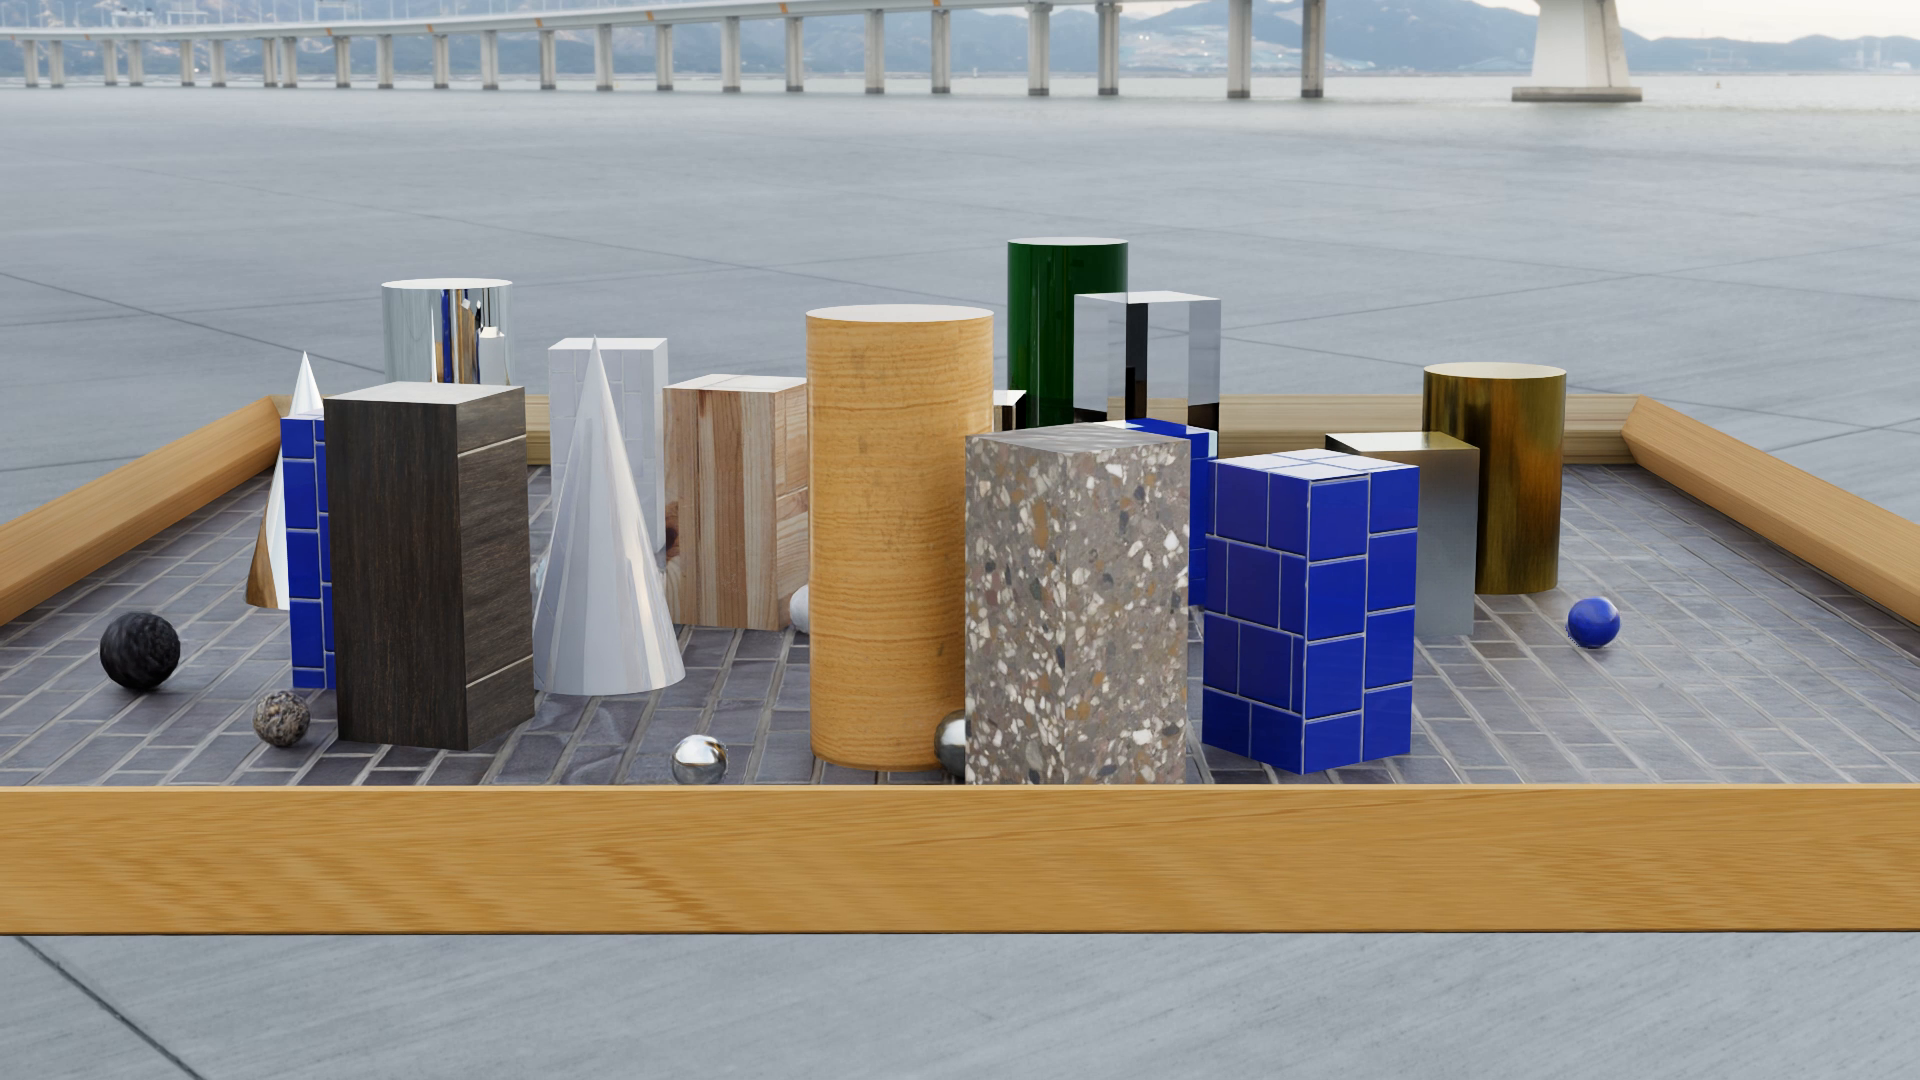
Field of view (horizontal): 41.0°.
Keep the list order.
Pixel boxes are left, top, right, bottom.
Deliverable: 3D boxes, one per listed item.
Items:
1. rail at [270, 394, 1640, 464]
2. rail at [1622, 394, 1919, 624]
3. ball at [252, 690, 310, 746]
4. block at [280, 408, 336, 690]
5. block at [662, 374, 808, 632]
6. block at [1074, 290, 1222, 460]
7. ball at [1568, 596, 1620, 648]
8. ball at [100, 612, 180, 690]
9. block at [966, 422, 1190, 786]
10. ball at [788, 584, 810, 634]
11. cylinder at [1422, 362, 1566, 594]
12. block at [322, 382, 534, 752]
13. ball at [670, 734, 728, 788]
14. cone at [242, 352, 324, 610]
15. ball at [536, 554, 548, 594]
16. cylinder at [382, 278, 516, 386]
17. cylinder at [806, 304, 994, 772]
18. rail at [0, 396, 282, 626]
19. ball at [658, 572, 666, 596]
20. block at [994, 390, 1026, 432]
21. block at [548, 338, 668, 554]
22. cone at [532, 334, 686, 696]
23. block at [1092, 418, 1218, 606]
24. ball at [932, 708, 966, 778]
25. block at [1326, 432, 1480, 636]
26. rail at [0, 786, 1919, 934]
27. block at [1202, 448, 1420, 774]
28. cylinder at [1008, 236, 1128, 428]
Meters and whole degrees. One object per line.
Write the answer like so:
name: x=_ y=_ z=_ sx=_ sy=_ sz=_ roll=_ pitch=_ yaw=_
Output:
rail: x=-0.007 y=-0.200 z=4.708 sx=2.527 sy=0.128 sz=0.045 roll=0 pitch=10 yaw=0
rail: x=1.240 y=0.032 z=3.456 sx=0.045 sy=0.128 sz=2.609 roll=0 pitch=10 yaw=0
ball: x=-0.734 y=0.193 z=2.776 sx=0.060 sy=0.060 sz=0.060 roll=0 pitch=10 yaw=0
block: x=-0.695 y=0.006 z=3.072 sx=0.158 sy=0.321 sz=0.158 roll=3 pitch=11 yaw=14
block: x=-0.287 y=-0.053 z=3.414 sx=0.158 sy=0.313 sz=0.158 roll=3 pitch=11 yaw=18
block: x=0.275 y=-0.166 z=3.808 sx=0.158 sy=0.390 sz=0.158 roll=-5 pitch=12 yaw=-25
ball: x=0.802 y=0.104 z=3.247 sx=0.065 sy=0.065 sz=0.065 roll=0 pitch=10 yaw=0
ball: x=-0.969 y=0.131 z=3.030 sx=0.091 sy=0.091 sz=0.091 roll=0 pitch=10 yaw=0
block: x=0.116 y=0.078 z=2.567 sx=0.158 sy=0.364 sz=0.158 roll=-8 pitch=13 yaw=-37
ball: x=-0.188 y=0.090 z=3.318 sx=0.067 sy=0.067 sz=0.067 roll=0 pitch=10 yaw=0
cylinder: x=0.753 y=-0.091 z=3.642 sx=0.197 sy=0.303 sz=0.197 roll=0 pitch=10 yaw=0
block: x=-0.580 y=0.024 z=2.821 sx=0.158 sy=0.376 sz=0.158 roll=3 pitch=11 yaw=17
ball: x=-0.265 y=0.226 z=2.606 sx=0.058 sy=0.058 sz=0.058 roll=0 pitch=10 yaw=0
cone: x=-0.897 y=-0.091 z=3.541 sx=0.197 sy=0.341 sz=0.197 roll=0 pitch=10 yaw=0
ball: x=-0.516 y=0.053 z=3.427 sx=0.098 sy=0.098 sz=0.098 roll=0 pitch=10 yaw=0
cylinder: x=-0.787 y=-0.199 z=3.972 sx=0.197 sy=0.396 sz=0.197 roll=0 pitch=10 yaw=0
cylinder: x=-0.063 y=-0.007 z=2.733 sx=0.197 sy=0.470 sz=0.197 roll=0 pitch=10 yaw=0
rail: x=-1.240 y=0.034 z=3.442 sx=0.045 sy=0.128 sz=2.609 roll=0 pitch=10 yaw=0
ball: x=-0.422 y=0.065 z=3.502 sx=0.048 sy=0.048 sz=0.048 roll=0 pitch=10 yaw=0
block: x=0.004 y=-0.062 z=3.566 sx=0.158 sy=0.275 sz=0.158 roll=1 pitch=11 yaw=8
block: x=-0.534 y=-0.146 z=3.926 sx=0.158 sy=0.309 sz=0.158 roll=0 pitch=10 yaw=1
cone: x=-0.431 y=-0.040 z=3.062 sx=0.197 sy=0.415 sz=0.197 roll=0 pitch=10 yaw=0
block: x=0.240 y=-0.035 z=3.525 sx=0.158 sy=0.237 sz=0.158 roll=-6 pitch=12 yaw=-31
ball: x=0.008 y=0.210 z=2.655 sx=0.071 sy=0.071 sz=0.071 roll=0 pitch=10 yaw=0
block: x=0.575 y=-0.009 z=3.366 sx=0.158 sy=0.243 sz=0.158 roll=-2 pitch=11 yaw=-8
rail: x=0.007 y=0.266 z=2.190 sx=2.527 sy=0.128 sz=0.045 roll=0 pitch=10 yaw=0
block: x=0.373 y=0.072 z=2.746 sx=0.158 sy=0.310 sz=0.158 roll=-7 pitch=13 yaw=-34
cylinder: x=0.176 y=-0.268 z=4.214 sx=0.197 sy=0.444 sz=0.197 roll=0 pitch=10 yaw=0
